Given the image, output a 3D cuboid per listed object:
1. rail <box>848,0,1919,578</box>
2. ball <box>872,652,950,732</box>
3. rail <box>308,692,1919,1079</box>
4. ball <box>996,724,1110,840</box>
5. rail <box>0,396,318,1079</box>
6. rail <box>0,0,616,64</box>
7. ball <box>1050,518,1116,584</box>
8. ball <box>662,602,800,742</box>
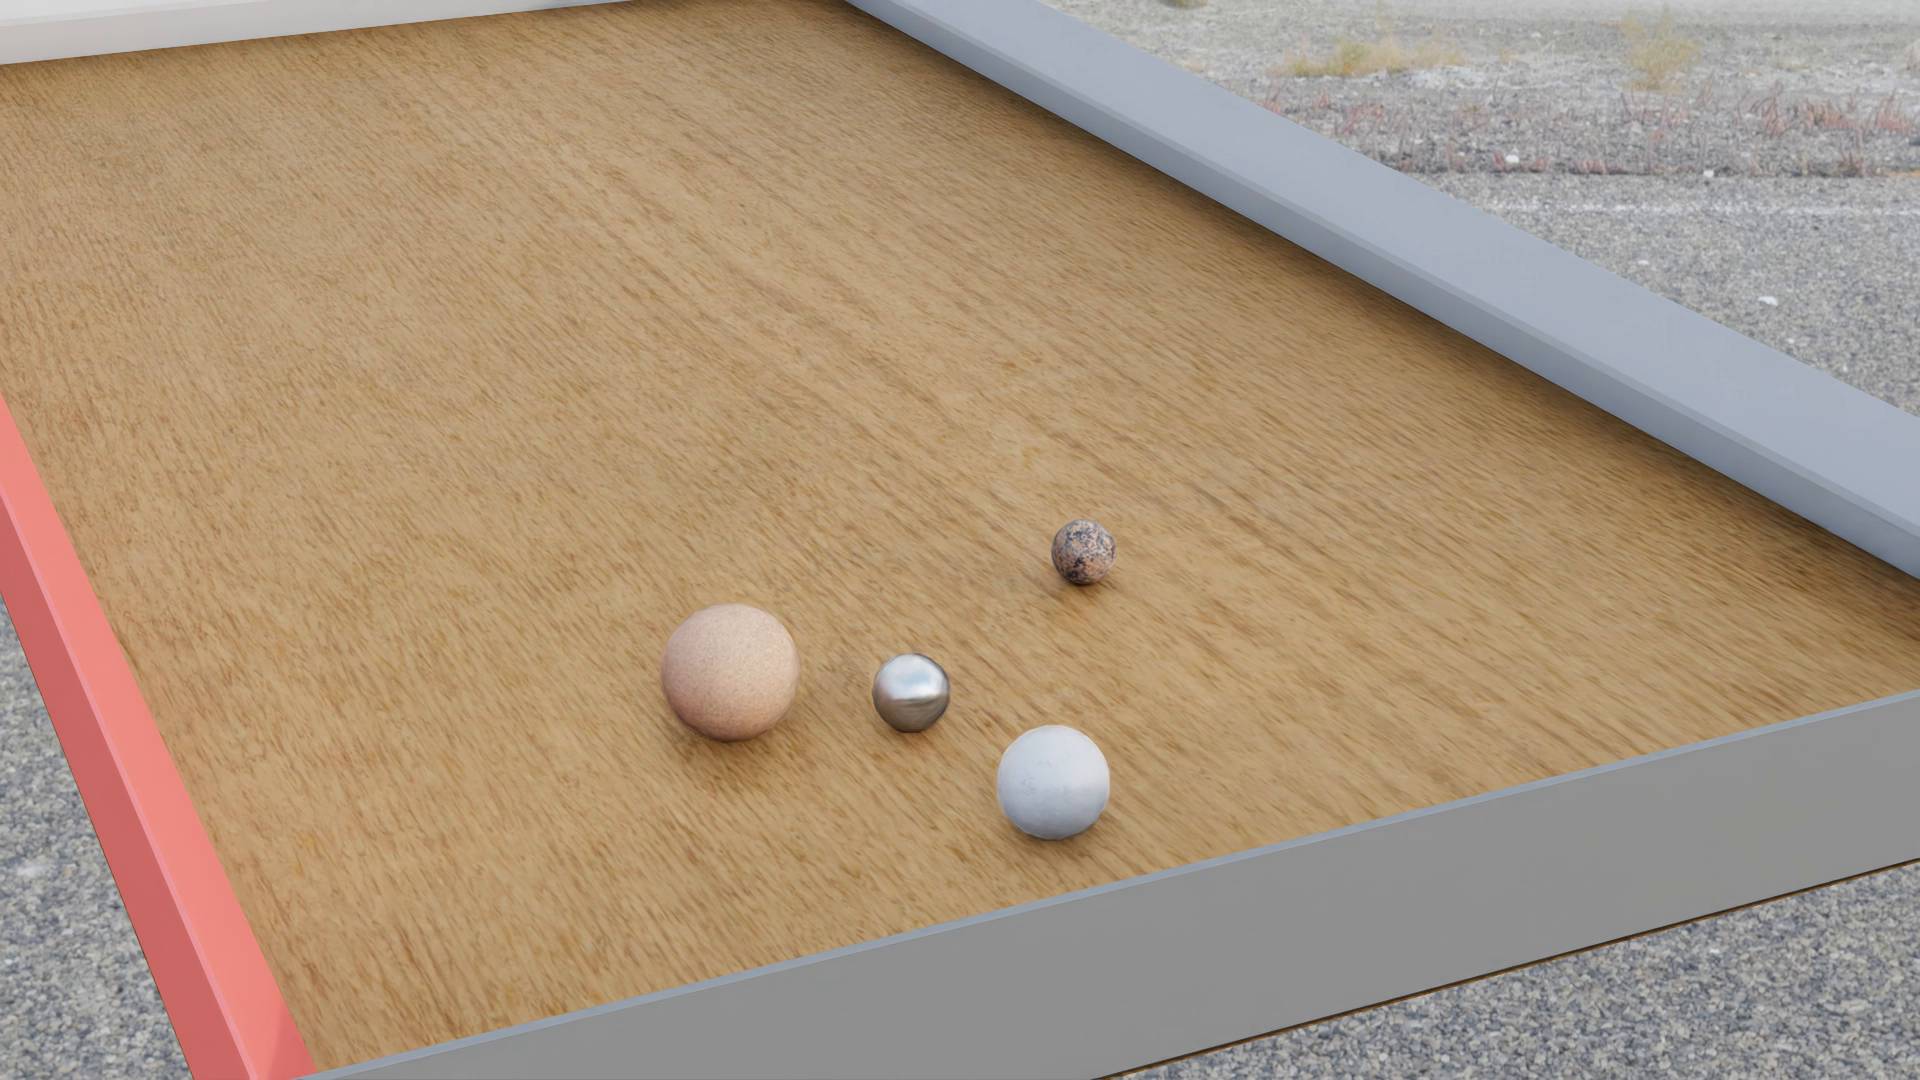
[{"bbox_3d":[0.314,-0.367,3.007,0.045,0.122,2.580,-10,26,-23],"label":"rail"},{"bbox_3d":[-0.033,0.104,2.012,0.054,0.054,0.054,0,24,0],"label":"ball"},{"bbox_3d":[0.261,0.199,1.705,1.337,0.122,0.045,-10,26,-23],"label":"rail"},{"bbox_3d":[0.059,0.154,1.873,0.073,0.073,0.073,0,24,0],"label":"ball"},{"bbox_3d":[-0.856,-0.151,2.510,0.045,0.122,2.580,-10,26,-23],"label":"rail"},{"bbox_3d":[-0.804,-0.717,3.812,1.337,0.122,0.045,-10,26,-23],"label":"rail"},{"bbox_3d":[0.094,0.009,2.235,0.050,0.050,0.050,0,24,0],"label":"ball"},{"bbox_3d":[-0.155,0.089,1.995,0.094,0.094,0.094,0,24,0],"label":"ball"}]
